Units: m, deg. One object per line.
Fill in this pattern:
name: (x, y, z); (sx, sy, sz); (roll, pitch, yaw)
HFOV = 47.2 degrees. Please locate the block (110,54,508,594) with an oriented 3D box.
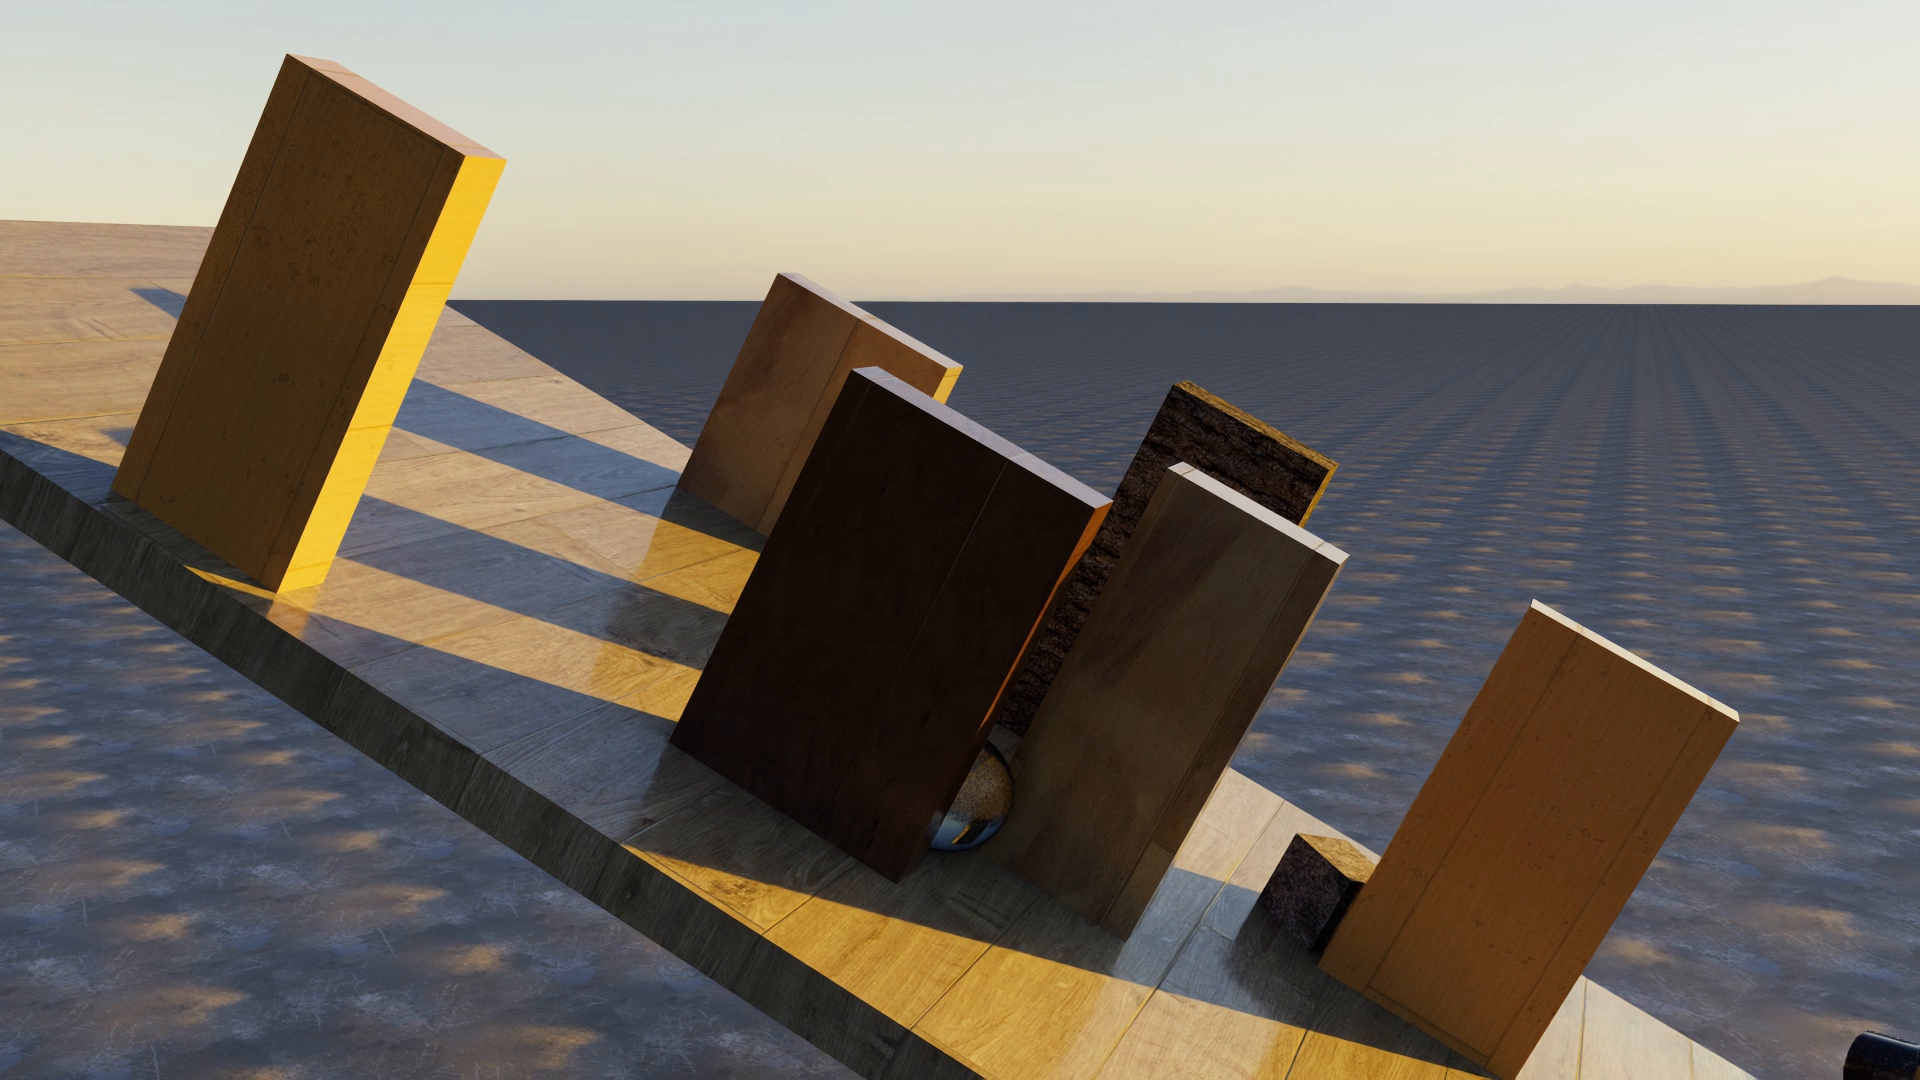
block: (-1.019, -0.331, 3.422); (0.337, 0.752, 0.126); (30, 14, 12)

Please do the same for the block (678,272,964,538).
block: (-0.315, -0.255, 4.899); (0.441, 0.534, 0.116); (30, 14, 12)

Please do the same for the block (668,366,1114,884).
block: (-0.118, 0.135, 3.535); (0.445, 0.694, 0.119); (30, 14, 12)

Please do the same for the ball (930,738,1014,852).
ball: (-0.013, 0.422, 3.709); (0.208, 0.208, 0.208); (0, 7, 0)

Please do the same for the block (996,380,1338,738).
block: (0.411, 0.109, 4.423); (0.346, 0.781, 0.147); (30, 14, 12)

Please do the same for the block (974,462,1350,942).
block: (0.332, 0.276, 3.748); (0.322, 0.748, 0.127); (30, 14, 12)

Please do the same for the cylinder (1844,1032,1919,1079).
cylinder: (2.069, 1.187, 4.868); (0.155, 0.155, 0.155); (-6, 9, -39)

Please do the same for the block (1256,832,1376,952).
block: (0.707, 0.679, 4.219); (0.159, 0.159, 0.159); (14, 19, -42)

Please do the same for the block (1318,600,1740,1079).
block: (1.017, 0.547, 3.978); (0.401, 0.780, 0.095); (30, 14, 12)

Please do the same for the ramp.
ramp: (-0.223, 0.370, 4.148); (4.000, 0.100, 2.000); (30, 14, 12)
